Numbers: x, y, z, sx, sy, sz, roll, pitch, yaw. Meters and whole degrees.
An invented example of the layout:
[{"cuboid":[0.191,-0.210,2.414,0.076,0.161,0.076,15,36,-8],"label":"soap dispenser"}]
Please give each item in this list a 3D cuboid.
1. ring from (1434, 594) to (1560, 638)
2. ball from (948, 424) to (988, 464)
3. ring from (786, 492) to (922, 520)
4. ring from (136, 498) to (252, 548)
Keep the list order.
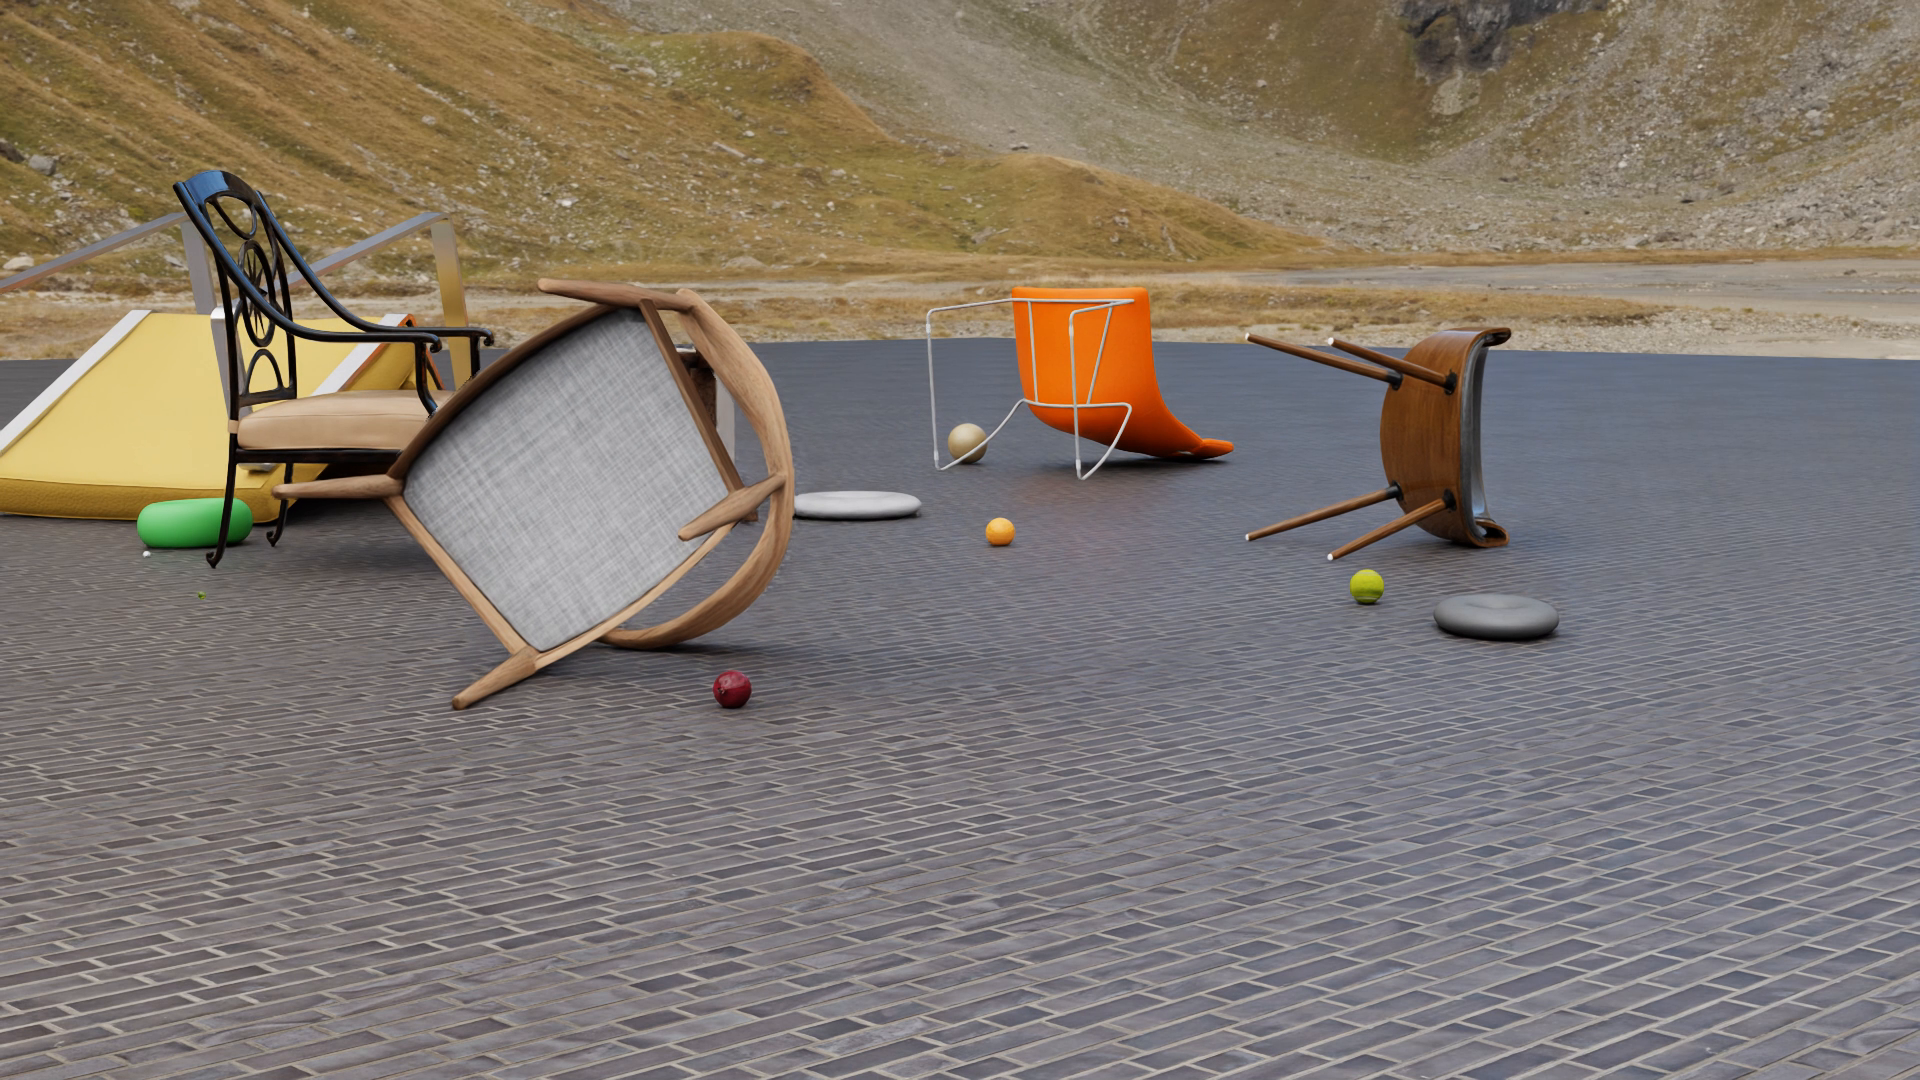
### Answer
[{"cuboid":[0.999,0.142,4.781,0.226,0.054,0.346,0,6,2],"label":"ring"},{"cuboid":[0.027,-0.339,9.012,0.143,0.143,0.143,0,6,0],"label":"ball"},{"cuboid":[-0.293,-0.096,7.066,0.378,0.059,0.373,-5,7,-45],"label":"ring"},{"cuboid":[-1.874,-0.041,6.289,0.282,0.109,0.220,-6,7,-38],"label":"ring"}]
